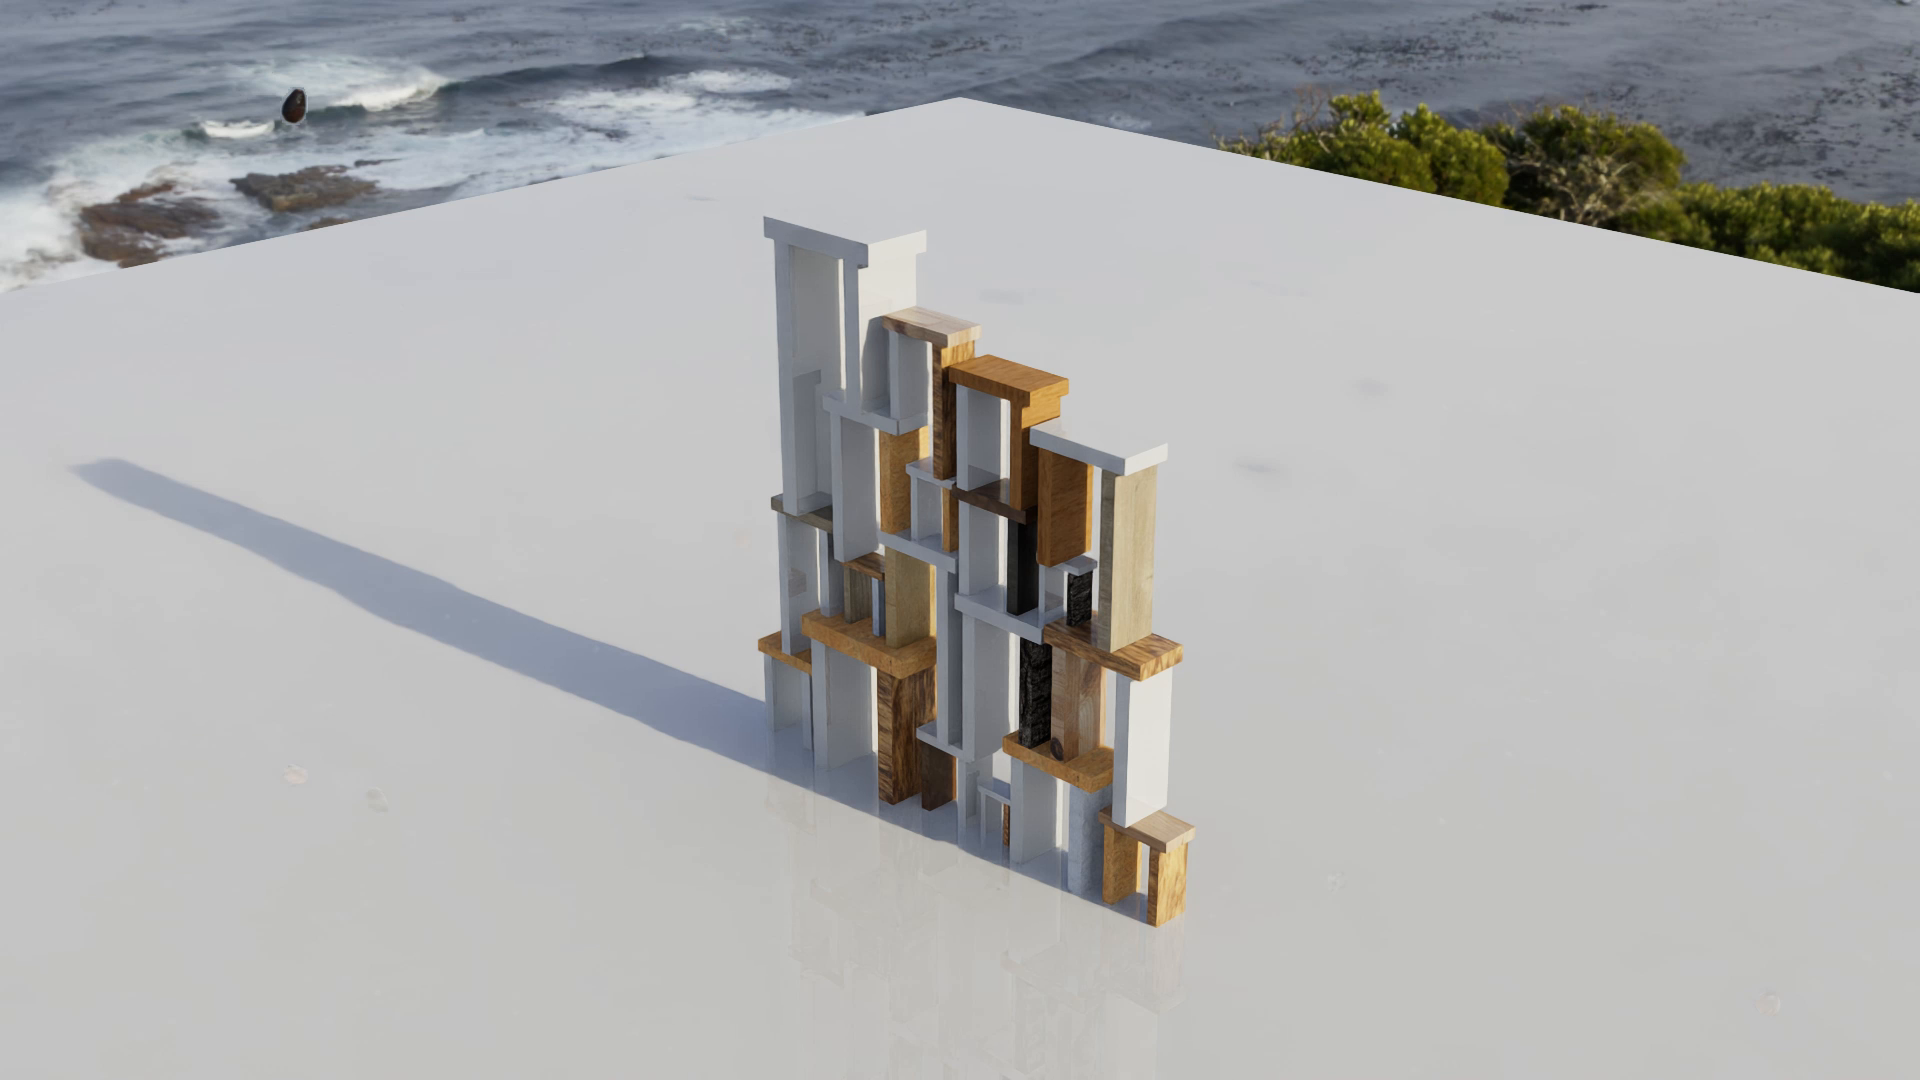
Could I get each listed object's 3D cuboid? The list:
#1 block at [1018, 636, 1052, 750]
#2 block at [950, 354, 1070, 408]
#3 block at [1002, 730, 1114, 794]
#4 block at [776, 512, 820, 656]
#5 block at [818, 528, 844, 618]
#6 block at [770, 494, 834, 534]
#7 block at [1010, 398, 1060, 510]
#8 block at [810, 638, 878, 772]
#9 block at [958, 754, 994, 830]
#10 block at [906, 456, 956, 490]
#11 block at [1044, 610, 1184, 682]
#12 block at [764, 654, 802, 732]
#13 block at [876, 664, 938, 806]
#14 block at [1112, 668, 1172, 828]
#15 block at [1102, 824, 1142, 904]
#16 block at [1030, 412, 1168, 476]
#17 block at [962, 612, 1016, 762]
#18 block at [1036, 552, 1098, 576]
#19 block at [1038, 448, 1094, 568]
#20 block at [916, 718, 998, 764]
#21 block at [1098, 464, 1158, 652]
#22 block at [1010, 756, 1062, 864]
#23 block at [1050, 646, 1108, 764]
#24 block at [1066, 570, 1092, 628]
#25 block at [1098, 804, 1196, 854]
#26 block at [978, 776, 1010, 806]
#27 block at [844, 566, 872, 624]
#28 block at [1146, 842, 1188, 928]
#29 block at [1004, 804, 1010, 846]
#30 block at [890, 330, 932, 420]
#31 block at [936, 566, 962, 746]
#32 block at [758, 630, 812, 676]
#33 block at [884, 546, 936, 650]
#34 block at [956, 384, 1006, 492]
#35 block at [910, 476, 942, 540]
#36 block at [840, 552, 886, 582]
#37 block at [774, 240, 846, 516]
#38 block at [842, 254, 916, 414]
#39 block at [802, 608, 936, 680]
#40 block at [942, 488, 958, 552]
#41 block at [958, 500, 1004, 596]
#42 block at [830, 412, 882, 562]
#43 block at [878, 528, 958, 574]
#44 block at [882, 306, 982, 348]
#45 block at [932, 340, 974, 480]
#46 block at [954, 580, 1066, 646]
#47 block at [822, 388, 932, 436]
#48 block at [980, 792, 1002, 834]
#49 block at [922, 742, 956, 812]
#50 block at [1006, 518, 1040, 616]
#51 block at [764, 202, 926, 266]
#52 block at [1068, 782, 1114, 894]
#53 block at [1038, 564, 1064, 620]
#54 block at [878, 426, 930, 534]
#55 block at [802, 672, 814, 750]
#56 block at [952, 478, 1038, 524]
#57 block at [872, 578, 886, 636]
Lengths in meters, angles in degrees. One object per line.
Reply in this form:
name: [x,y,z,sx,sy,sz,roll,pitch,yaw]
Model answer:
block: [0.162,0.272,4.162,0.032,0.226,0.113,21,31,41]
block: [0.089,-0.291,4.003,0.102,0.029,0.204,-21,31,-41]
block: [0.203,0.407,4.174,0.229,0.032,0.114,21,31,41]
block: [-0.334,0.080,4.626,0.027,0.322,0.096,21,31,41]
block: [-0.244,0.055,4.517,0.027,0.192,0.096,21,31,41]
block: [-0.289,-0.063,4.516,0.192,0.027,0.096,21,31,41]
block: [0.137,-0.165,4.005,0.029,0.204,0.102,21,31,41]
block: [-0.239,0.324,4.618,0.042,0.297,0.149,21,31,41]
block: [0.031,0.494,4.397,0.077,0.155,0.022,-21,31,-41]
block: [-0.035,-0.128,4.202,0.065,0.018,0.130,-22,31,-40]
block: [0.278,0.188,4.007,0.234,0.033,0.117,21,31,41]
block: [-0.380,0.317,4.779,0.091,0.183,0.026,-21,31,-41]
block: [-0.099,0.378,4.489,0.042,0.297,0.149,21,31,41]
block: [0.333,0.366,4.023,0.033,0.307,0.117,21,31,41]
block: [0.306,0.597,4.142,0.023,0.165,0.082,21,31,41]
block: [0.244,-0.171,3.886,0.113,0.032,0.225,-21,31,-41]
block: [0.056,0.269,4.277,0.032,0.310,0.113,21,31,41]
block: [0.195,0.037,4.033,0.105,0.015,0.053,21,31,40]
block: [0.191,-0.073,3.986,0.032,0.225,0.112,21,31,40]
block: [-0.006,0.399,4.396,0.155,0.022,0.077,21,31,41]
block: [0.297,0.024,3.911,0.032,0.345,0.112,21,31,41]
block: [0.149,0.506,4.275,0.032,0.229,0.114,21,31,41]
block: [0.223,0.290,4.110,0.117,0.234,0.033,-21,31,-41]
block: [0.219,0.102,4.033,0.015,0.105,0.053,21,31,41]
block: [0.345,0.526,4.070,0.165,0.023,0.082,21,31,41]
block: [0.084,0.496,4.337,0.093,0.013,0.046,21,31,41]
block: [-0.207,0.103,4.489,0.063,0.126,0.018,-21,31,-41]
block: [0.384,0.628,4.070,0.023,0.165,0.082,21,31,41]
block: [0.106,0.553,4.338,0.013,0.093,0.046,21,31,41]
block: [-0.093,-0.323,4.181,0.087,0.175,0.025,-21,31,-40]
block: [0.004,0.214,4.318,0.108,0.379,0.031,-21,31,-41]
block: [-0.337,0.238,4.699,0.183,0.026,0.091,21,31,41]
block: [-0.099,0.100,4.380,0.108,0.217,0.031,-21,31,-41]
block: [0.040,-0.203,4.093,0.102,0.204,0.029,-21,31,-41]
block: [-0.065,-0.071,4.259,0.065,0.131,0.018,-21,31,-40]
block: [-0.177,0.048,4.433,0.063,0.018,0.126,-21,31,-40]
block: [-0.292,-0.334,4.394,0.149,0.567,0.042,-21,31,-40]
block: [-0.152,-0.403,4.212,0.042,0.298,0.149,21,31,40]
block: [-0.169,0.195,4.487,0.297,0.042,0.148,21,31,41]
block: [-0.004,-0.047,4.203,0.065,0.131,0.018,-22,31,-40]
block: [0.041,0.003,4.182,0.027,0.190,0.095,21,31,41]
block: [-0.207,-0.117,4.398,0.030,0.314,0.105,21,31,41]
block: [-0.048,0.006,4.285,0.108,0.031,0.217,-21,31,-40]
block: [-0.053,-0.399,4.104,0.087,0.025,0.175,-22,31,-40]
block: [-0.011,-0.249,4.123,0.087,0.266,0.025,-22,31,-40]
block: [0.109,0.133,4.161,0.226,0.032,0.113,21,31,41]
block: [-0.158,-0.256,4.284,0.105,0.030,0.211,-21,31,-40]
block: [0.062,0.536,4.378,0.013,0.093,0.046,21,31,41]
block: [-0.042,0.466,4.464,0.077,0.155,0.022,-21,31,-41]
block: [0.130,0.038,4.100,0.095,0.190,0.027,-21,31,-41]
block: [-0.222,-0.587,4.210,0.298,0.042,0.149,21,31,41]
block: [0.257,0.548,4.176,0.032,0.229,0.114,21,31,41]
block: [0.170,0.087,4.080,0.015,0.115,0.053,21,31,41]
block: [-0.108,-0.126,4.285,0.105,0.211,0.030,-21,31,-40]
block: [-0.294,0.351,4.700,0.091,0.183,0.026,-21,31,-41]
block: [0.086,-0.079,4.099,0.095,0.027,0.190,-21,31,-41]
block: [-0.147,0.126,4.434,0.018,0.126,0.063,21,31,41]
